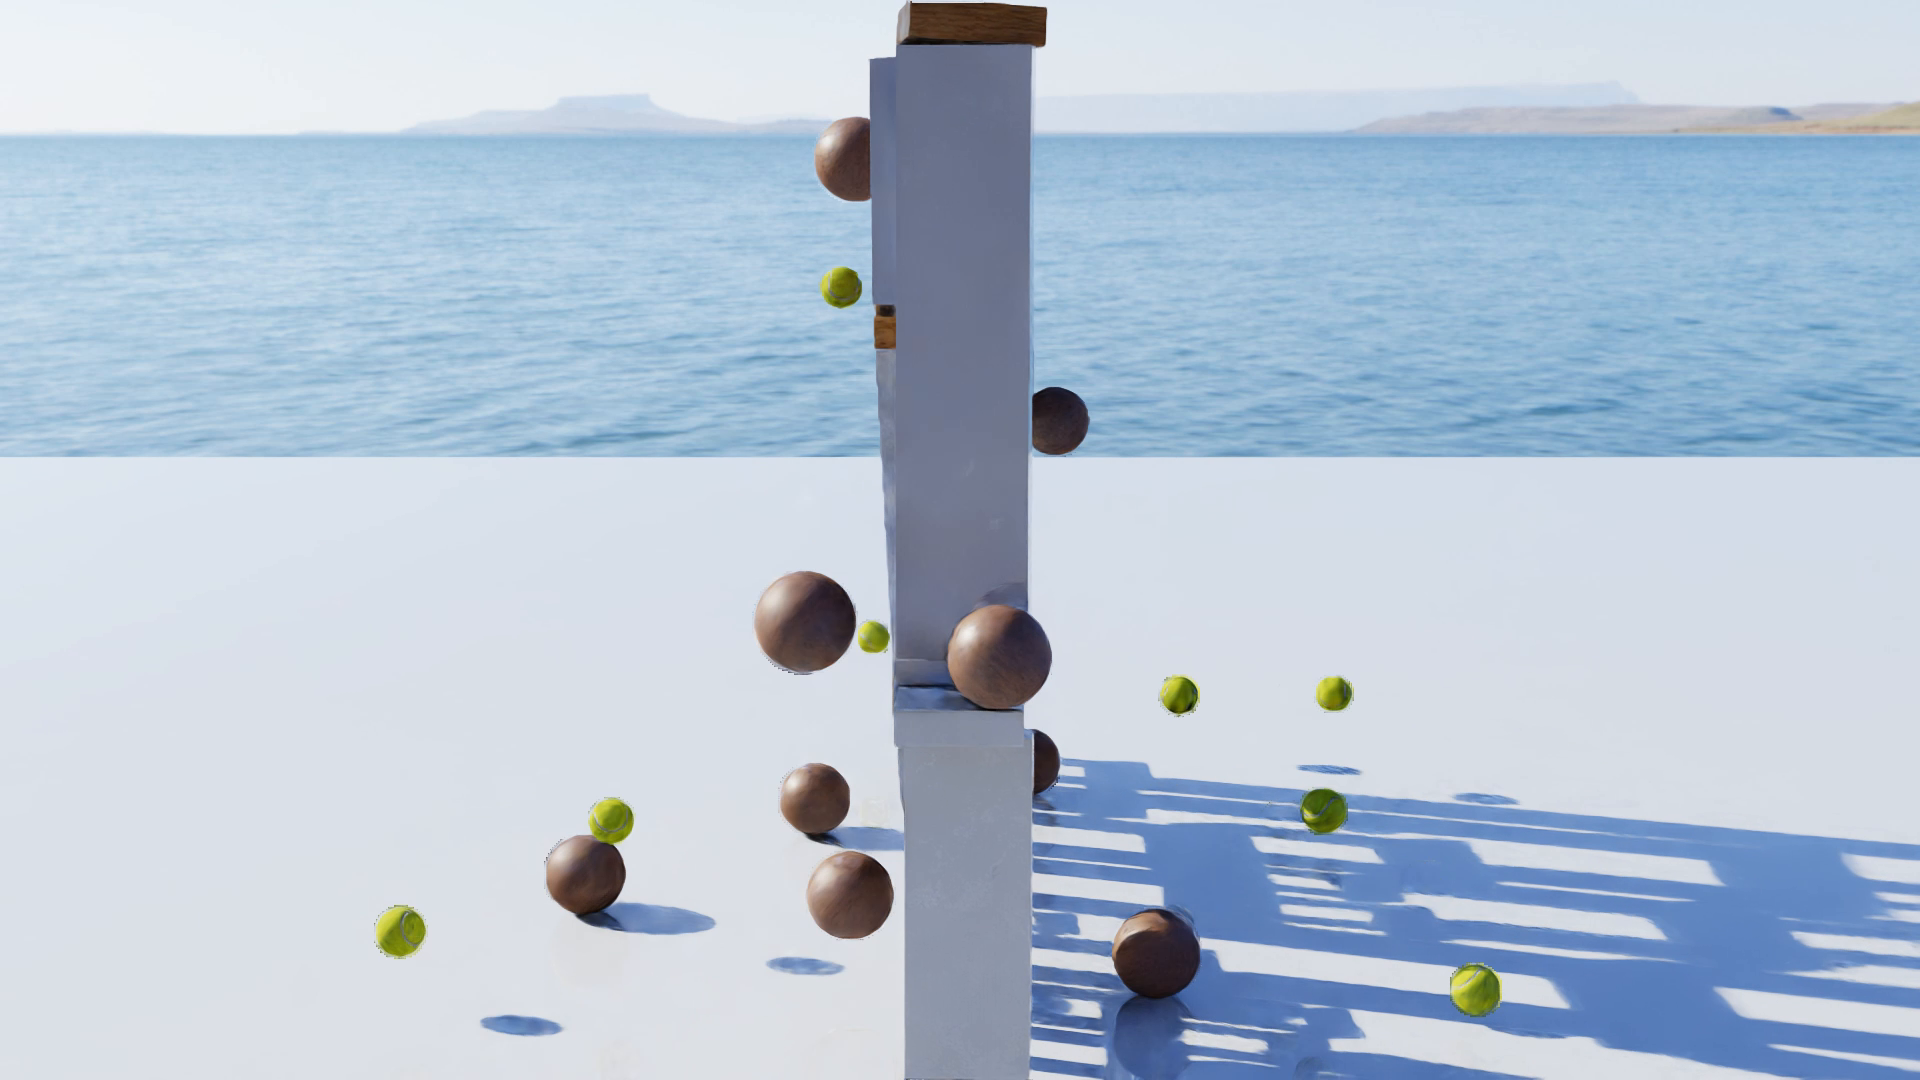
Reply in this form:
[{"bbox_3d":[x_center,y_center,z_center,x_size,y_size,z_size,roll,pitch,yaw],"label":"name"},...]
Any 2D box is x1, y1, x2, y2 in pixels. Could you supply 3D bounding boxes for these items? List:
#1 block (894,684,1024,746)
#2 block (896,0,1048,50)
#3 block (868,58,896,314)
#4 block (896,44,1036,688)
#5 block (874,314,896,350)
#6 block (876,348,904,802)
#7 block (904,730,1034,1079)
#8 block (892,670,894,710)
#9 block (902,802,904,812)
[{"bbox_3d":[0.001,0.204,2.874,0.161,0.046,0.321,0,10,1],"label":"block"},{"bbox_3d":[0.010,-0.670,2.884,0.170,0.048,0.339,3,10,-5],"label":"block"},{"bbox_3d":[-0.032,-0.474,2.926,0.170,0.339,0.048,-2,-9,3],"label":"block"},{"bbox_3d":[0.006,-0.215,2.793,0.170,0.806,0.048,1,7,8],"label":"block"},{"bbox_3d":[-0.037,-0.298,3.012,0.144,0.041,0.287,-2,11,2],"label":"block"},{"bbox_3d":[-0.026,0.053,3.019,0.144,0.652,0.041,-2,18,3],"label":"block"},{"bbox_3d":[0.011,0.491,2.824,0.161,0.501,0.046,1,10,4],"label":"block"},{"bbox_3d":[-0.027,0.131,3.556,0.166,0.333,0.047,-1,12,-2],"label":"block"},{"bbox_3d":[-0.005,0.209,3.336,0.166,0.406,0.047,-1,11,-2],"label":"block"}]
